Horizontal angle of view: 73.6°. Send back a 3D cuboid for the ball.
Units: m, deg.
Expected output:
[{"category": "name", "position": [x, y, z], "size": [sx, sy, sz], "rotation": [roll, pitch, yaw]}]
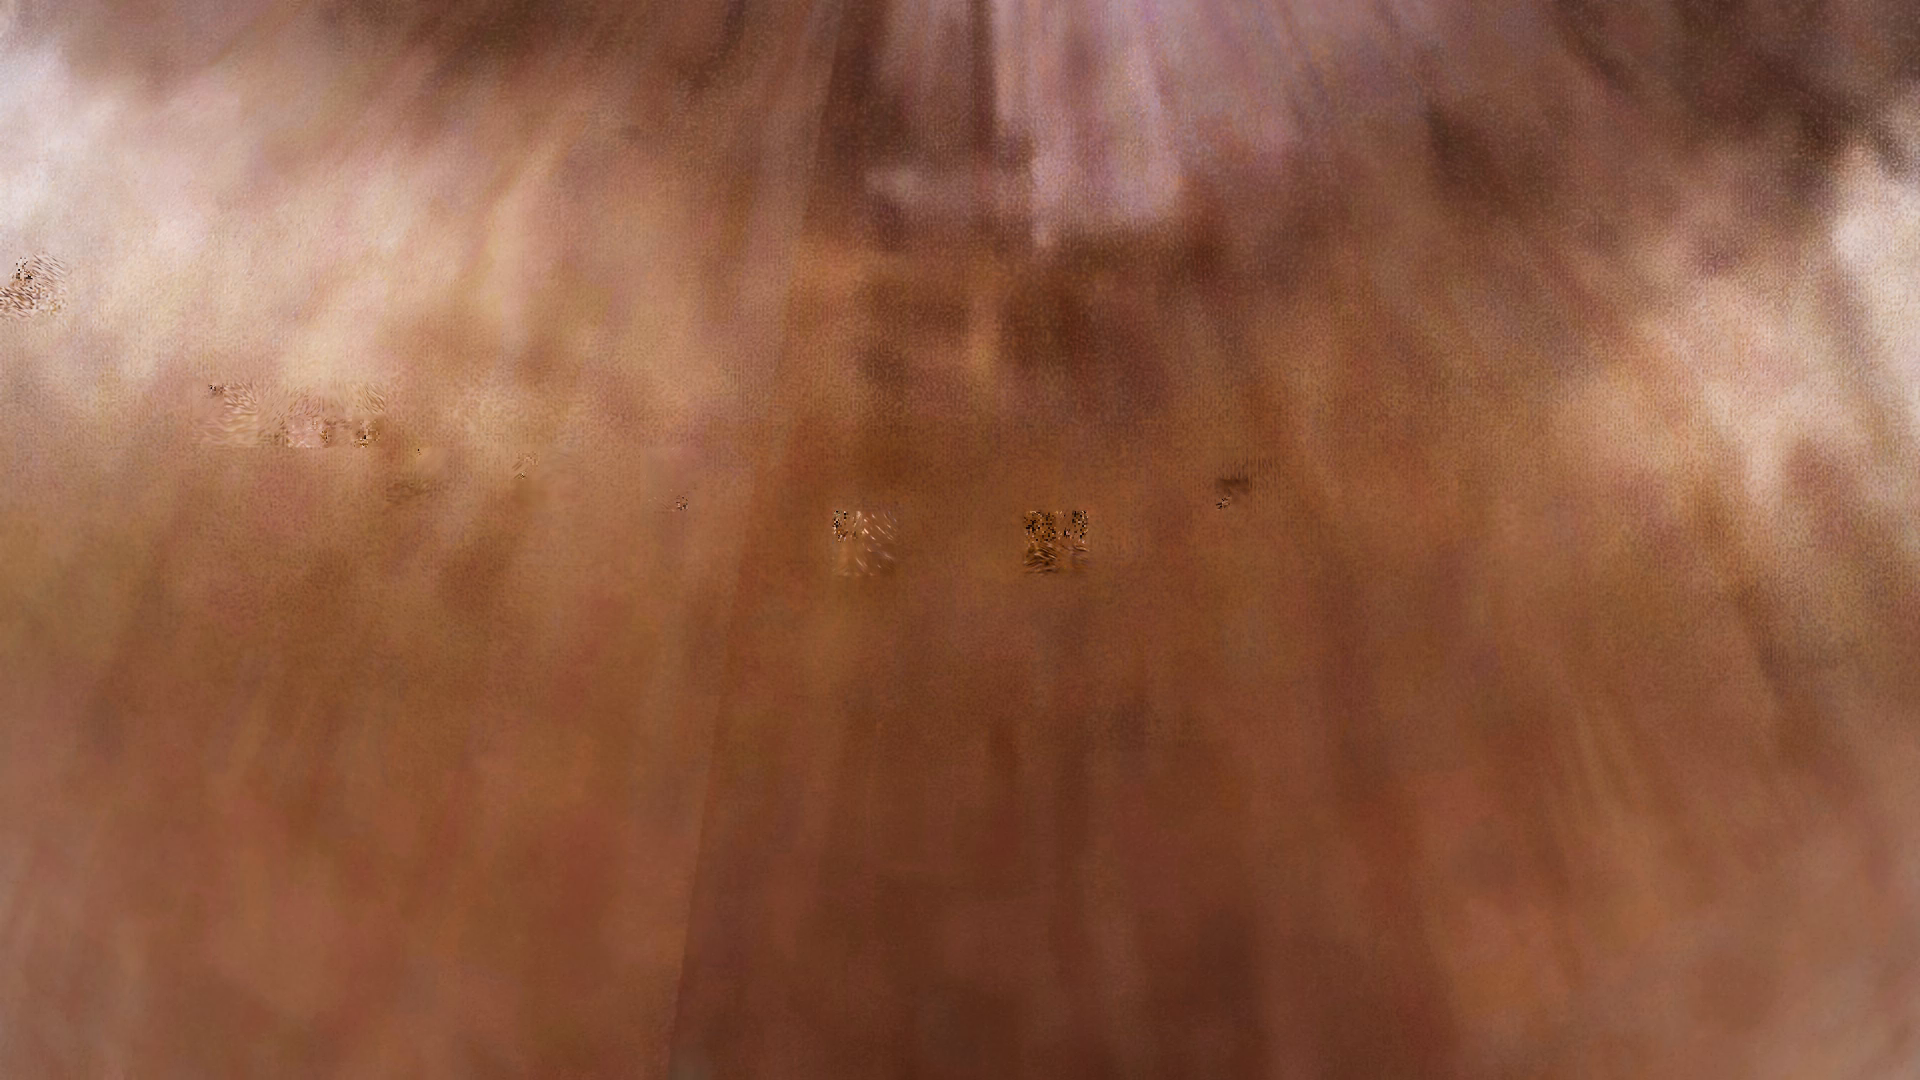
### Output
[{"category": "ball", "position": [0.000, -0.002, 0.056], "size": [0.080, 0.080, 0.080], "rotation": [0, 4, 0]}]
